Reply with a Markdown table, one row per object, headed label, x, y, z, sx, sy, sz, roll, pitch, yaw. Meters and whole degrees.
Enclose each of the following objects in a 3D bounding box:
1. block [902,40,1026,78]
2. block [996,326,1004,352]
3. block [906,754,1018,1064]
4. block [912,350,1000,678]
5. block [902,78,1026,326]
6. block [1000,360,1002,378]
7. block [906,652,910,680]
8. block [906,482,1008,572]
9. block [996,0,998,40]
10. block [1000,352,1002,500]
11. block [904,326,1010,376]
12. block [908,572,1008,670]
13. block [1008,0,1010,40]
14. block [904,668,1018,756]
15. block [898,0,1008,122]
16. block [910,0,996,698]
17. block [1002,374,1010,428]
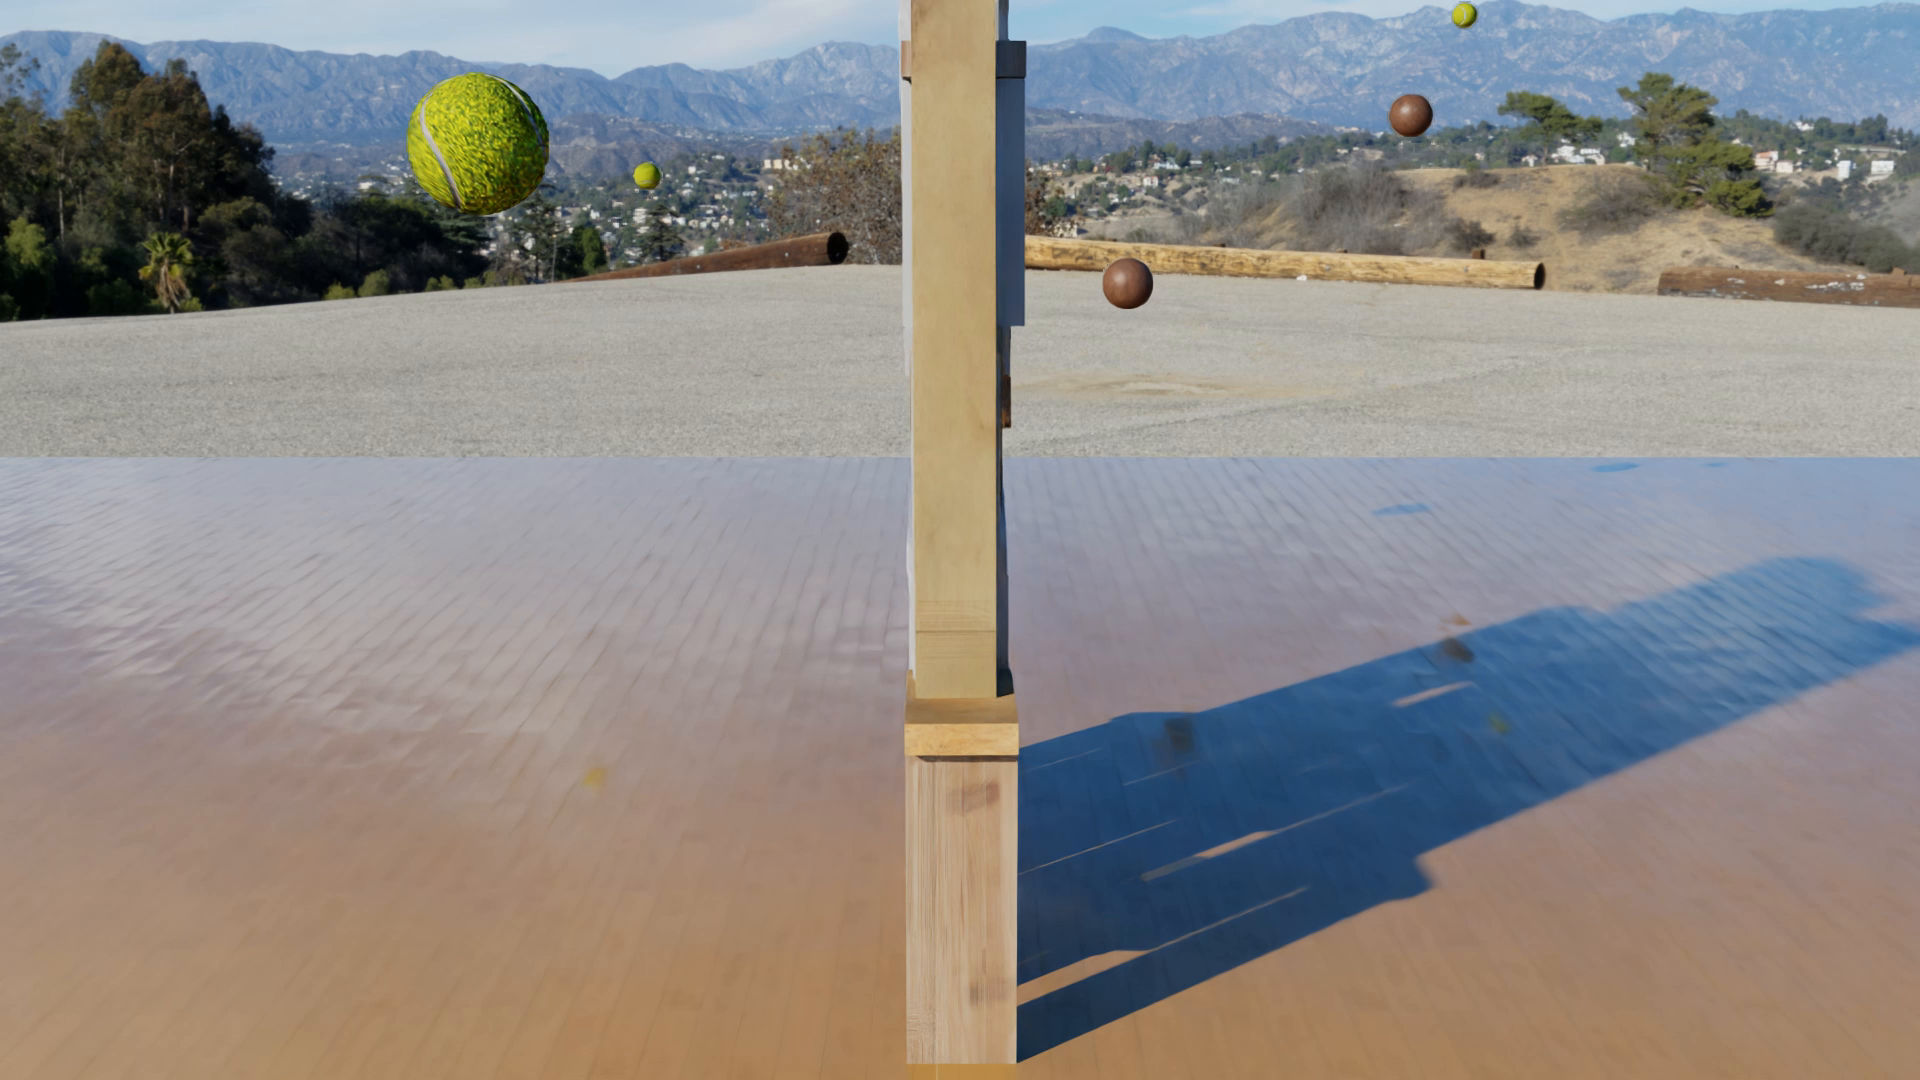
| label | x | y | z | sx | sy | sz | roll | pitch | yaw |
| --- | --- | --- | --- | --- | --- | --- | --- | --- | --- |
| block | 0.002 | -0.666 | 3.103 | 0.167 | 0.047 | 0.334 | 0 | 8 | -1 |
| block | -0.002 | -0.288 | 3.118 | 0.122 | 0.035 | 0.245 | 0 | 7 | 0 |
| block | 0.002 | 0.492 | 2.979 | 0.149 | 0.445 | 0.042 | 0 | 11 | 0 |
| block | -0.006 | -0.033 | 3.088 | 0.122 | 0.463 | 0.035 | 0 | 12 | -1 |
| block | 0.005 | -0.461 | 3.016 | 0.167 | 0.334 | 0.047 | 0 | 7 | 0 |
| block | -0.002 | -0.147 | 3.212 | 0.122 | 0.245 | 0.035 | 0 | 19 | 0 |
| block | -0.004 | 0.244 | 3.597 | 0.165 | 0.047 | 0.330 | 0 | 11 | 0 |
| block | -0.004 | -0.021 | 3.283 | 0.144 | 0.041 | 0.287 | 0 | 20 | 0 |
| block | -0.003 | -0.789 | 3.006 | 0.110 | 0.220 | 0.031 | 0 | 12 | 0 |
| block | 0.005 | -0.180 | 3.309 | 0.118 | 0.237 | 0.034 | 0 | 11 | 0 |
| block | -0.006 | -0.442 | 3.588 | 0.171 | 0.342 | 0.048 | -1 | 15 | 0 |
| block | -0.002 | 0.271 | 3.247 | 0.144 | 0.481 | 0.041 | 0 | 13 | 0 |
| block | -0.003 | -0.919 | 3.736 | 0.174 | 0.347 | 0.049 | 0 | 8 | 1 |
| block | 0.001 | 0.234 | 3.031 | 0.149 | 0.042 | 0.299 | 0 | 11 | -1 |
| block | -0.010 | -0.846 | 3.515 | 0.174 | 0.347 | 0.049 | 0 | 9 | 2 |
| block | -0.008 | -0.327 | 2.929 | 0.110 | 1.099 | 0.031 | 0 | 10 | 0 |
| block | 0.001 | -0.443 | 3.810 | 0.171 | 0.498 | 0.048 | 0 | 11 | 1 |
